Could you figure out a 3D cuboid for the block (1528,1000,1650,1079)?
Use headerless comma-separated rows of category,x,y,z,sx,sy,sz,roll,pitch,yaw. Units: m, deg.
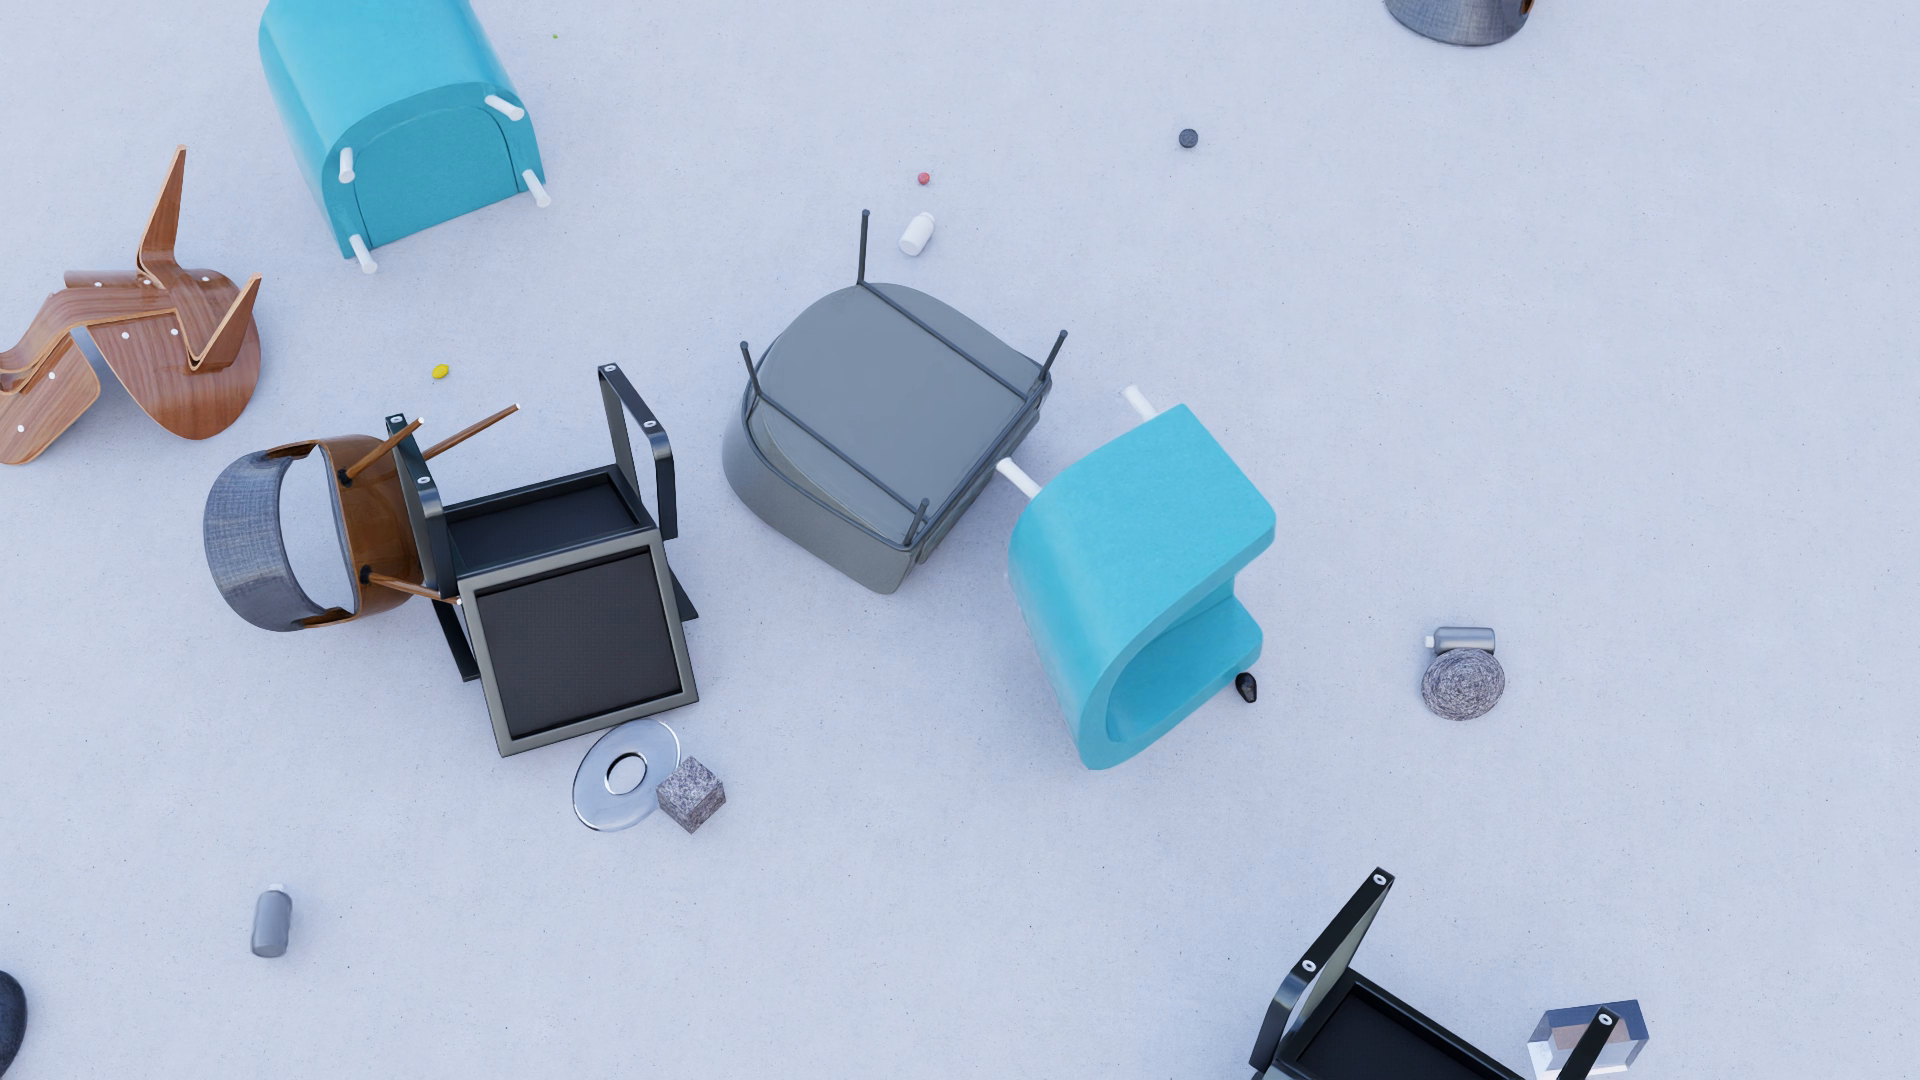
block,1.593,1.272,5.585,0.236,0.224,0.105,-6,56,-4

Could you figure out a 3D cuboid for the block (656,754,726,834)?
block,-0.738,0.699,6.032,0.122,0.121,0.135,37,63,22

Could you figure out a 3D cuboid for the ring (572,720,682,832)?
ring,-0.924,0.651,6.093,0.258,0.053,0.363,32,66,11

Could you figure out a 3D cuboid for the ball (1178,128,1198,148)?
ball,0.774,-1.360,7.446,0.067,0.067,0.067,0,56,0

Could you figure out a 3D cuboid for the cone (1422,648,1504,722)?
cone,1.429,0.397,6.203,0.244,0.105,0.204,-25,76,-4

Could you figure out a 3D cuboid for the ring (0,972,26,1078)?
ring,-2.547,1.281,5.653,0.262,0.104,0.375,12,58,6
